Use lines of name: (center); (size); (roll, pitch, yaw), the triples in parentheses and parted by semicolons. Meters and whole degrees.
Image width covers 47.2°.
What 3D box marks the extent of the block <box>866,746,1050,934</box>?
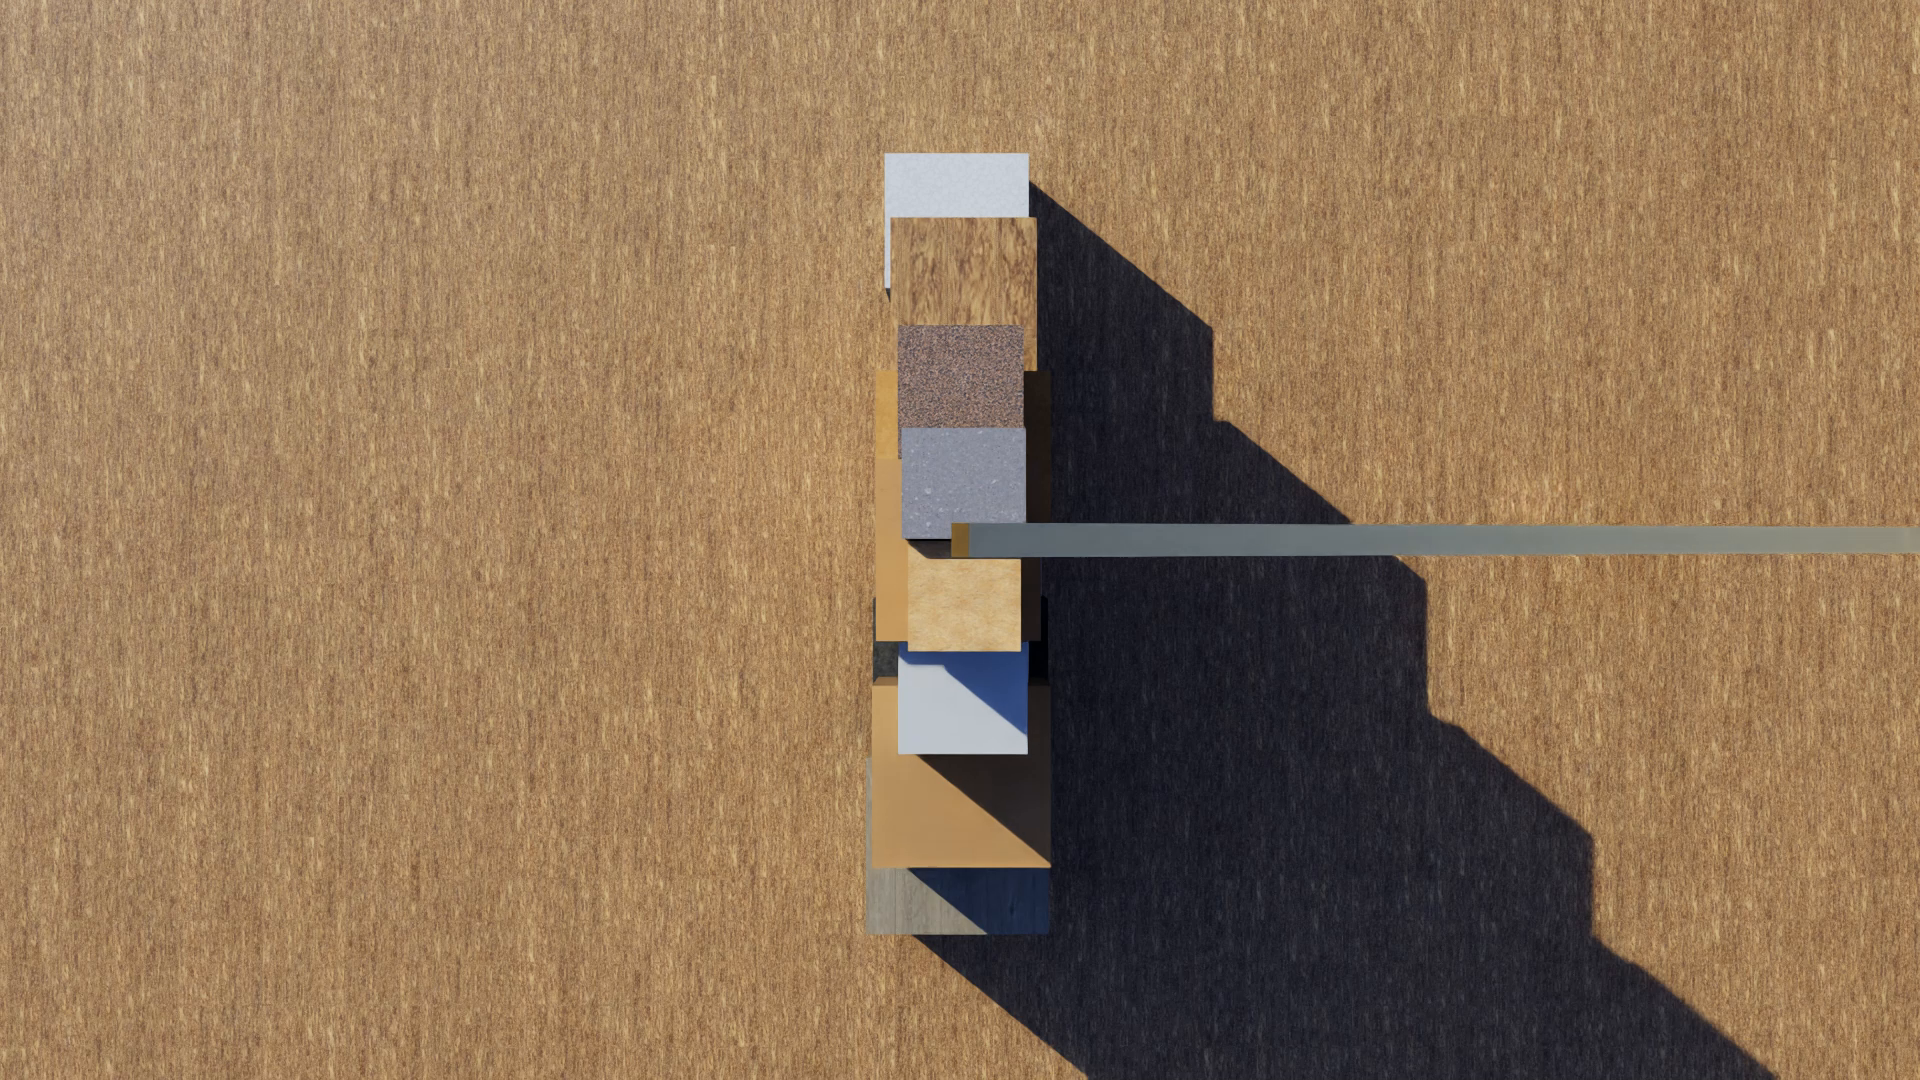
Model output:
block: (-0.014, 1.669, 12.494); (0.999, 1.012, 0.962); (0, 90, 0)

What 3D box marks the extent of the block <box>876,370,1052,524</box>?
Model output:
block: (0.017, -0.403, 11.678); (0.893, 0.940, 0.918); (0, 90, 0)

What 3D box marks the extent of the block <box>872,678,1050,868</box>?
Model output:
block: (0.007, 1.204, 11.567); (0.906, 0.841, 0.920); (0, 89, 0)

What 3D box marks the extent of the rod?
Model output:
rod: (2.234, 0.000, 6.450); (5.200, 0.080, 0.080); (0, 90, -31)

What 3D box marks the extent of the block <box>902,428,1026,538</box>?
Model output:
block: (0.017, -0.255, 10.167); (0.558, 0.600, 0.498); (0, 90, 0)

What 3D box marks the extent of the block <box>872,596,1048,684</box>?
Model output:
block: (0.003, 0.750, 12.525); (0.961, 0.951, 0.855); (0, 90, 0)

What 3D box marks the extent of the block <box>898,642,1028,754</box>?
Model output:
block: (0.014, 0.757, 10.865); (0.620, 0.570, 0.548); (0, 90, 0)

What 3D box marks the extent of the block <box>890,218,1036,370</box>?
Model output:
block: (0.019, -1.270, 11.778); (0.757, 0.814, 0.796); (0, 90, 0)

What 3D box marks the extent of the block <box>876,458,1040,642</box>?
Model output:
block: (-0.008, 0.048, 10.837); (0.785, 0.741, 0.867); (0, 90, 0)

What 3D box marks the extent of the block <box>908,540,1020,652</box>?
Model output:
block: (0.020, 0.254, 10.206); (0.510, 0.520, 0.499); (0, 90, 0)

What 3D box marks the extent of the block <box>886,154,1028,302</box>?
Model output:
block: (-0.017, -1.776, 12.616); (0.799, 0.767, 0.747); (0, 90, 0)

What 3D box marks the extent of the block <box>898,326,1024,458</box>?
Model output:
block: (0.003, -0.718, 10.922); (0.609, 0.572, 0.644); (0, 90, 0)

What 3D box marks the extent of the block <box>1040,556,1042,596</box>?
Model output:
block: (0.003, -0.127, 12.574); (0.899, 0.852, 0.879); (0, 90, 0)
